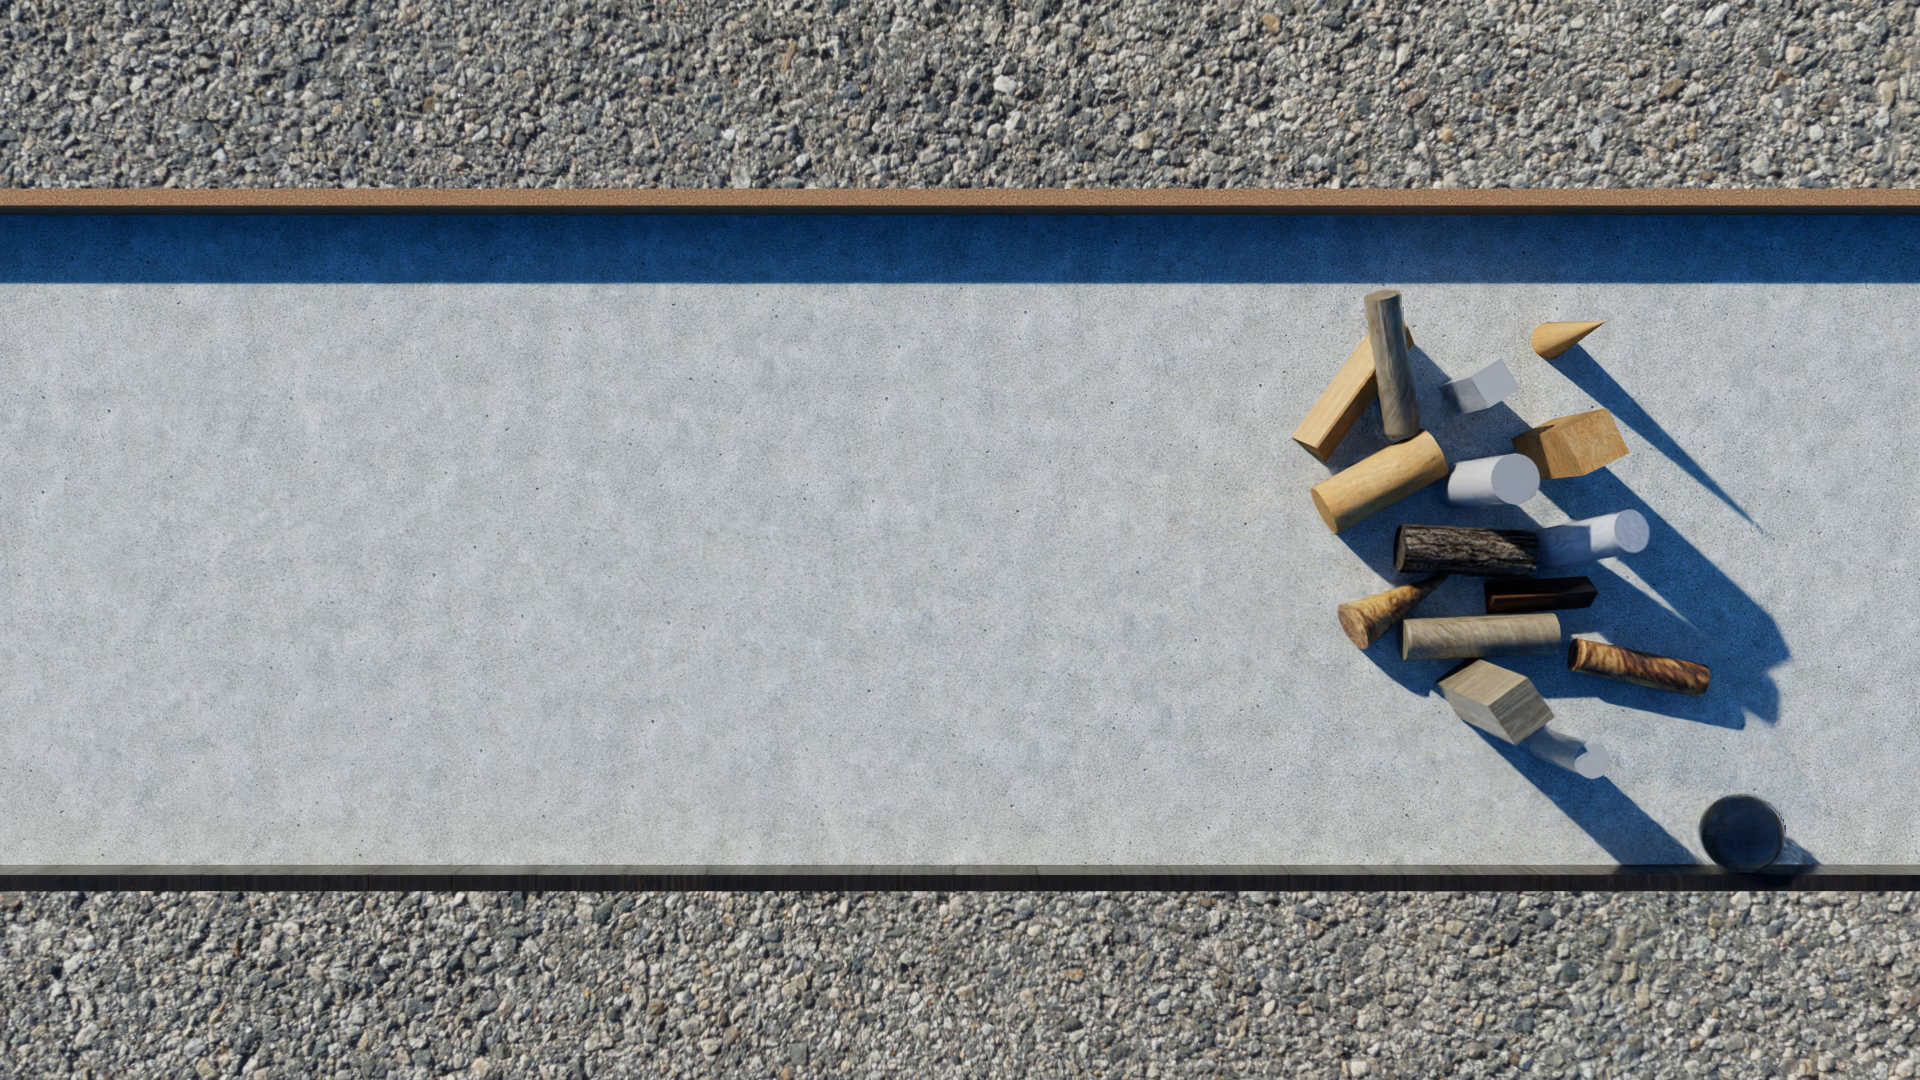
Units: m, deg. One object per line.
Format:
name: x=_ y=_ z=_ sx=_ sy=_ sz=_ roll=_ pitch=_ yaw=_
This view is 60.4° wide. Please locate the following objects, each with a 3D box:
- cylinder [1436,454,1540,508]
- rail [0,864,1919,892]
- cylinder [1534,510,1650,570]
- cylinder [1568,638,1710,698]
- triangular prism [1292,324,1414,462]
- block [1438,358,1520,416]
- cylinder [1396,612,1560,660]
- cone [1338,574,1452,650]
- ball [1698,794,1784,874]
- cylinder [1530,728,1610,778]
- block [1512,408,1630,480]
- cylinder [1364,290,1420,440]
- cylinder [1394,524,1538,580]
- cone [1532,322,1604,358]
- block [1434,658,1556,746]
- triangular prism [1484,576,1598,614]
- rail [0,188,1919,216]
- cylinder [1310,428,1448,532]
cylinder: x=1.551 y=-0.170 z=4.865 sx=0.144 sy=0.411 sz=0.144 roll=0 pitch=89 yaw=-5
rail: x=-2.247 y=1.025 z=5.001 sx=12.000 sy=0.150 sz=0.050 roll=0 pitch=90 yaw=0
cylinder: x=1.858 y=0.001 z=4.882 sx=0.125 sy=0.369 sz=0.125 roll=3 pitch=81 yaw=-19
cylinder: x=2.066 y=0.389 z=5.026 sx=0.396 sy=0.102 sz=0.102 roll=12 pitch=90 yaw=0
triangular prism: x=1.207 y=-0.462 z=5.017 sx=0.129 sy=0.112 sz=0.458 roll=36 pitch=90 yaw=0
block: x=1.544 y=-0.453 z=4.915 sx=0.104 sy=0.323 sz=0.104 roll=-32 pitch=90 yaw=0
cylinder: x=1.574 y=0.294 z=5.013 sx=0.459 sy=0.128 sz=0.128 roll=-2 pitch=90 yaw=0
cone: x=1.359 y=0.178 z=5.039 sx=0.385 sy=0.154 sz=0.154 roll=-27 pitch=90 yaw=-11
ball: x=2.348 y=0.882 z=4.959 sx=0.235 sy=0.235 sz=0.235 roll=0 pitch=90 yaw=0
cylinder: x=1.802 y=0.630 z=4.889 sx=0.101 sy=0.376 sz=0.101 roll=0 pitch=90 yaw=0
block: x=1.791 y=-0.277 z=4.861 sx=0.142 sy=0.431 sz=0.142 roll=-26 pitch=90 yaw=0
cylinder: x=1.288 y=-0.520 z=4.919 sx=0.100 sy=0.100 sz=0.434 roll=-14 pitch=110 yaw=0
cylinder: x=1.532 y=0.036 z=5.004 sx=0.397 sy=0.144 sz=0.144 roll=3 pitch=90 yaw=0
cone: x=1.815 y=-0.614 z=4.853 sx=0.113 sy=0.447 sz=0.113 roll=0 pitch=90 yaw=0
block: x=1.563 y=0.466 z=4.846 sx=0.138 sy=0.452 sz=0.138 roll=-36 pitch=95 yaw=0
triangular prism: x=1.774 y=0.169 z=5.033 sx=0.316 sy=0.083 sz=0.095 roll=-4 pitch=90 yaw=0
rail: x=-2.247 y=-1.025 z=5.002 sx=12.000 sy=0.150 sz=0.050 roll=0 pitch=90 yaw=0
cylinder: x=1.268 y=-0.179 z=4.997 sx=0.378 sy=0.157 sz=0.157 roll=-28 pitch=90 yaw=0
